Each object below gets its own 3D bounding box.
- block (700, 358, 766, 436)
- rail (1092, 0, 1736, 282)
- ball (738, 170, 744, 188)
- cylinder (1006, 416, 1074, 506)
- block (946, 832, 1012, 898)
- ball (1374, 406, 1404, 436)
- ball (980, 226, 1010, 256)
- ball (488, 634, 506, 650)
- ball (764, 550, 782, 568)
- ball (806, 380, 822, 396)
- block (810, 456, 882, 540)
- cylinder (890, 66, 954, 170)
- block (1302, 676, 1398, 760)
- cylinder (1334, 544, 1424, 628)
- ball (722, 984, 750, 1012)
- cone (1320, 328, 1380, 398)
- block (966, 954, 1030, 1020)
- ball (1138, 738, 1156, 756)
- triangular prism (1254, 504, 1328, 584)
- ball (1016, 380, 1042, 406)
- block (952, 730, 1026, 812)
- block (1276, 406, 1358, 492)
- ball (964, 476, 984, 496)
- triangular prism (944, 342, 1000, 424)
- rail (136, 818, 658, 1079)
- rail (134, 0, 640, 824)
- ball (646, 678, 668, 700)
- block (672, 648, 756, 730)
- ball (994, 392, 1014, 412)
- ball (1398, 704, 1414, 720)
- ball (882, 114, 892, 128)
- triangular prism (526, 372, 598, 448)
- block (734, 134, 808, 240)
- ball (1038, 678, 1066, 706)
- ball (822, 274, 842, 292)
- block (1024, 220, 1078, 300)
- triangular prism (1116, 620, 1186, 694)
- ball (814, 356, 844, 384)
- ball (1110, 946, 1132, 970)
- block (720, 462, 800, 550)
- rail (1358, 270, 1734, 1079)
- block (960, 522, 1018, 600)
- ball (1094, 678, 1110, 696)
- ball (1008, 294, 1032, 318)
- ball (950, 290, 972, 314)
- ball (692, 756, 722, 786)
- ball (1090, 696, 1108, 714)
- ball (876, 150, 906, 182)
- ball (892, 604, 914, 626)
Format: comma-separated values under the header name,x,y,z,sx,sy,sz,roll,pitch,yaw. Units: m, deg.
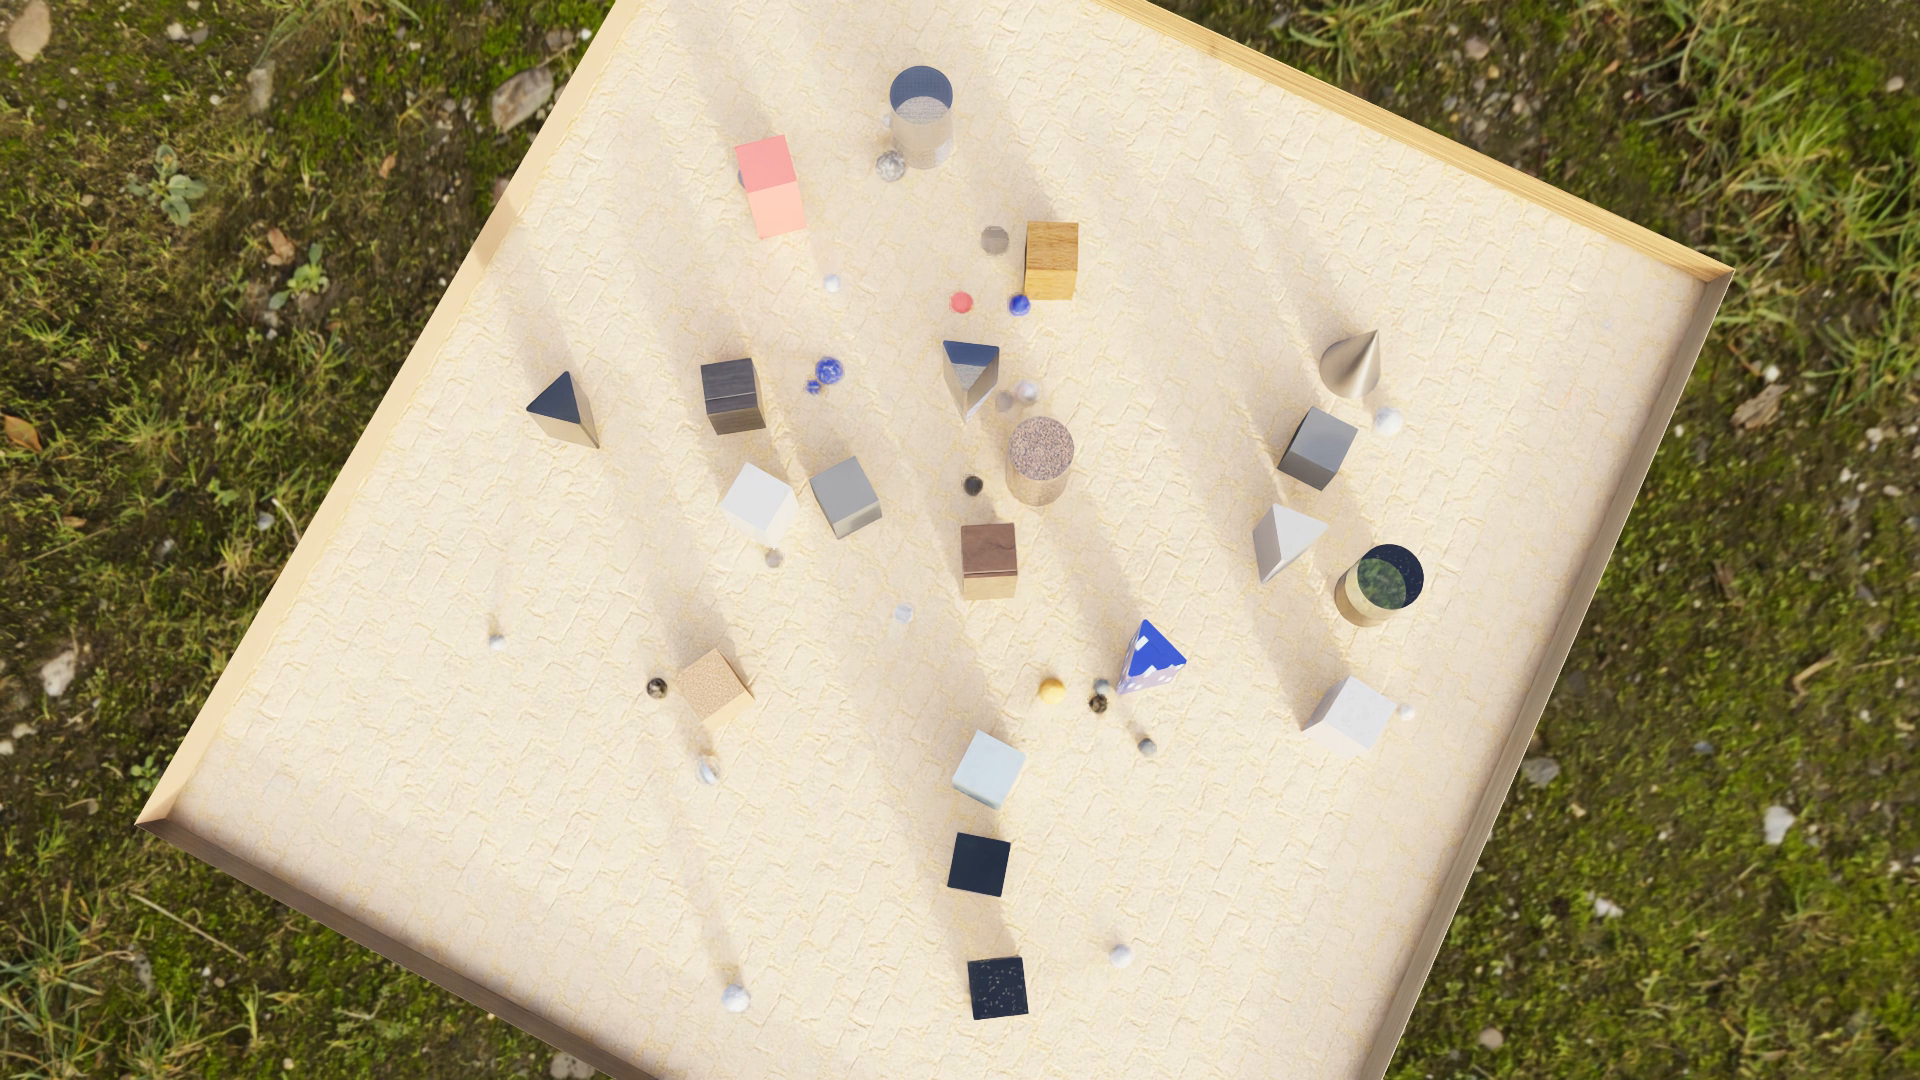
name,x,y,z,sx,sy,sz,roll,pitch,yaw
block,-0.689,-0.435,5.583,0.154,0.242,0.154,-9,78,-2
rail,0.808,-1.577,5.878,3.530,0.125,0.045,26,80,5
ball,-0.663,-1.153,5.812,0.084,0.084,0.084,0,78,0
cylinder,0.236,-0.232,5.491,0.193,0.339,0.193,0,78,0
block,0.054,0.938,5.274,0.154,0.291,0.154,11,79,2
ball,1.320,-0.368,5.646,0.092,0.092,0.092,0,78,0
ball,0.108,-0.942,5.764,0.093,0.093,0.093,0,78,0
ball,-1.395,0.308,5.526,0.053,0.053,0.053,0,78,0
ball,-0.568,0.059,5.576,0.055,0.055,0.055,0,78,0
ball,-0.455,-0.473,5.690,0.048,0.048,0.048,0,78,0
block,-0.343,-0.125,5.522,0.154,0.235,0.154,-28,80,-6
cylinder,-0.117,-1.313,5.714,0.193,0.341,0.193,0,78,0
block,1.130,0.521,5.339,0.154,0.332,0.154,33,80,6
cylinder,1.236,0.138,5.421,0.193,0.328,0.193,0,78,0
ball,-0.648,1.325,5.300,0.082,0.082,0.082,0,78,0
cone,1.219,-0.574,5.529,0.193,0.404,0.193,0,78,0
block,0.105,1.270,5.208,0.154,0.286,0.154,-6,78,-1
ball,0.556,0.618,5.462,0.053,0.053,0.053,0,78,0
triangular prism,0.944,-0.009,5.427,0.167,0.375,0.145,-37,81,-7
ball,0.211,-0.455,5.669,0.082,0.082,0.082,0,78,0
block,0.083,0.670,5.291,0.154,0.367,0.154,27,80,5
block,1.082,-0.275,5.555,0.154,0.232,0.154,28,80,5
ball,0.041,-0.167,5.619,0.063,0.063,0.063,0,78,0
triangular prism,0.008,-0.505,5.540,0.145,0.354,0.167,36,81,7
rail,-0.808,1.590,5.222,3.530,0.125,0.045,26,80,5
rail,-1.557,-0.756,5.708,0.045,0.125,3.663,26,80,5
ball,-0.907,0.447,5.492,0.063,0.063,0.063,0,78,0
block,-0.722,0.441,5.390,0.154,0.265,0.154,-35,80,-7
ball,0.137,-0.428,5.675,0.059,0.059,0.059,0,78,0
ball,1.335,0.517,5.486,0.047,0.047,0.047,0,78,0
ball,-0.228,-1.341,5.871,0.046,0.046,0.046,0,78,0
triangular prism,-1.179,-0.402,5.549,0.167,0.294,0.145,15,79,3
block,-0.579,-1.084,5.648,0.154,0.377,0.154,-15,79,-3
ball,0.274,0.453,5.481,0.081,0.081,0.081,0,78,0
ball,-0.401,-0.806,5.753,0.059,0.059,0.059,0,78,0
block,0.279,-0.859,5.657,0.154,0.269,0.154,2,78,0
triangular prism,0.534,0.334,5.326,0.167,0.433,0.145,-13,79,-3
ball,-0.406,-0.526,5.681,0.088,0.088,0.088,0,78,0
ball,0.468,1.215,5.331,0.067,0.067,0.067,0,78,0
block,-0.597,-0.099,5.493,0.154,0.281,0.154,29,80,6
rail,1.557,0.769,5.392,0.045,0.125,3.663,26,80,5
block,0.084,0.068,5.413,0.154,0.371,0.154,-3,78,-1
ball,0.427,0.442,5.498,0.053,0.053,0.053,0,78,0
ball,0.187,-0.732,5.732,0.070,0.070,0.070,0,78,0
ball,0.004,-0.744,5.735,0.071,0.071,0.071,0,78,0
ball,-0.747,0.683,5.431,0.088,0.088,0.088,0,78,0
ball,0.415,0.493,5.481,0.057,0.057,0.057,0,78,0
ball,-0.218,-1.186,5.813,0.096,0.096,0.096,0,78,0
ball,-0.172,0.224,5.536,0.066,0.066,0.066,0,78,0
